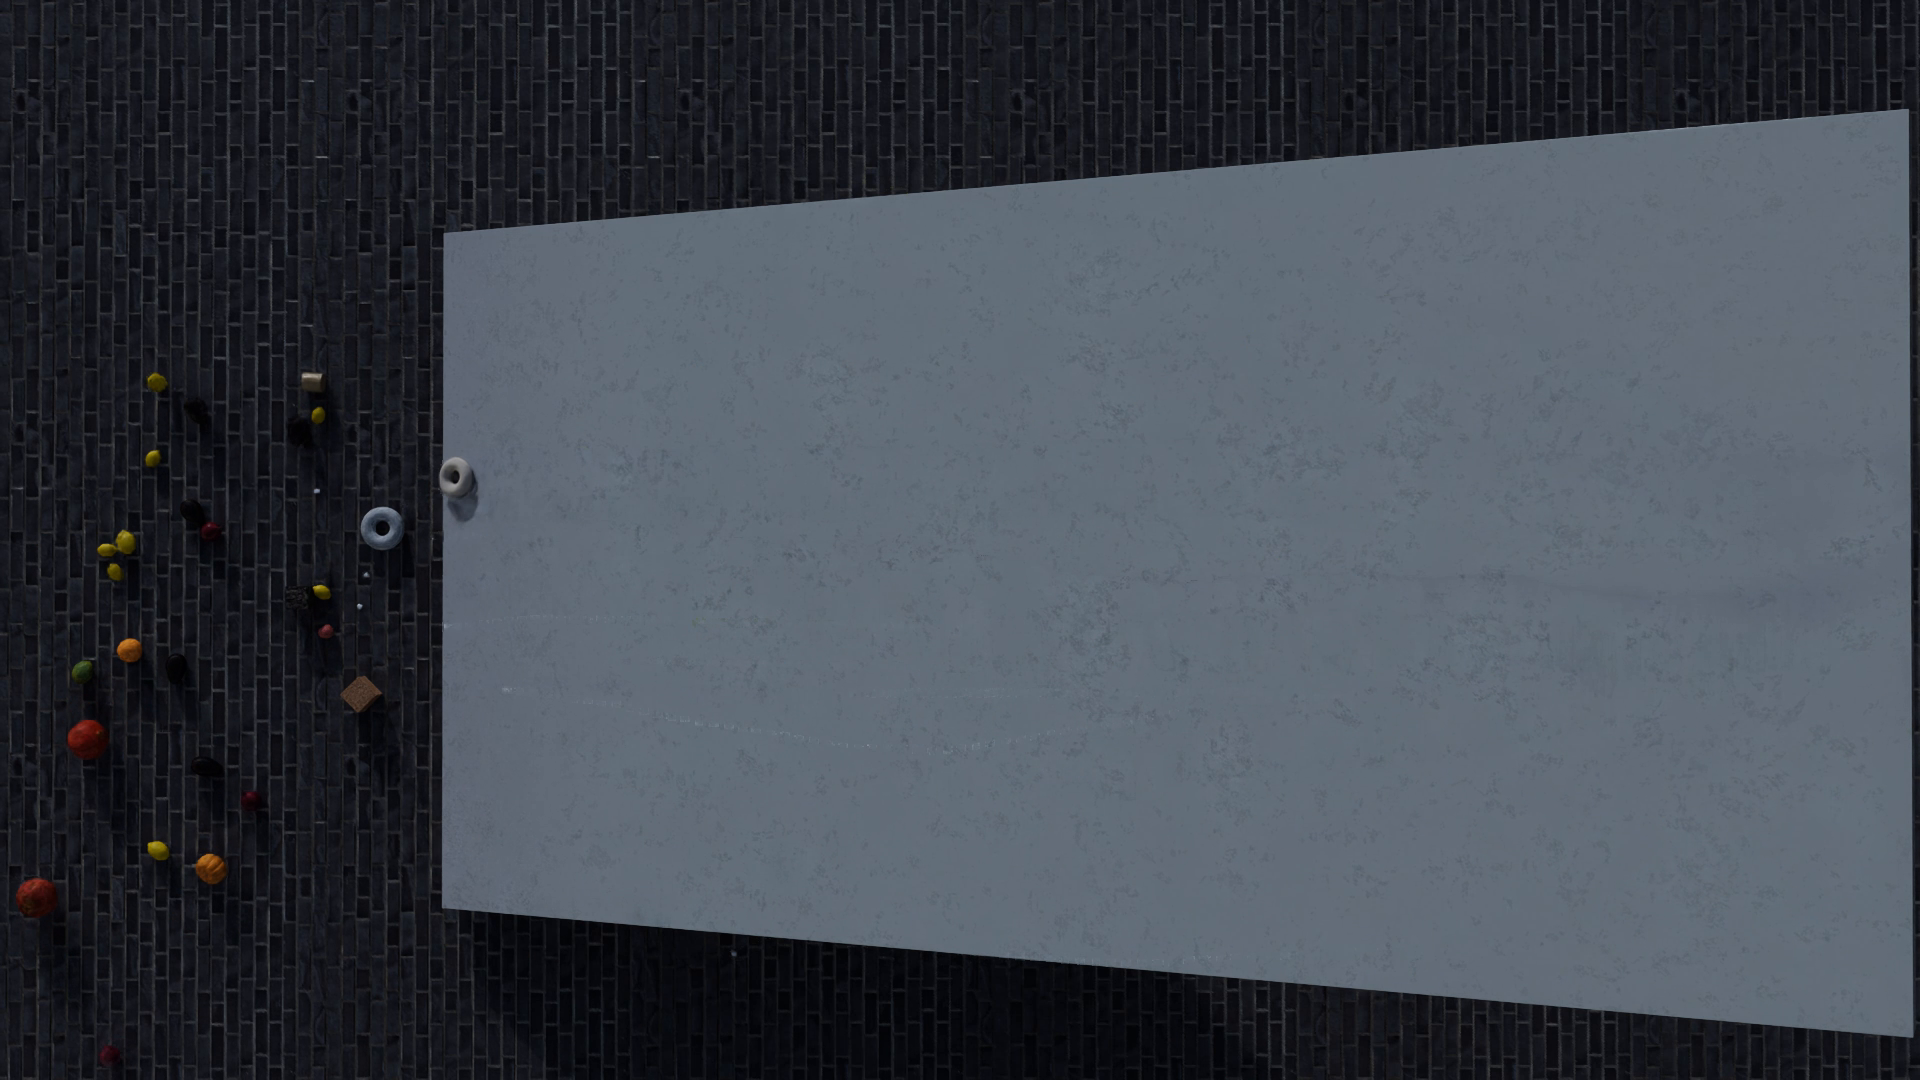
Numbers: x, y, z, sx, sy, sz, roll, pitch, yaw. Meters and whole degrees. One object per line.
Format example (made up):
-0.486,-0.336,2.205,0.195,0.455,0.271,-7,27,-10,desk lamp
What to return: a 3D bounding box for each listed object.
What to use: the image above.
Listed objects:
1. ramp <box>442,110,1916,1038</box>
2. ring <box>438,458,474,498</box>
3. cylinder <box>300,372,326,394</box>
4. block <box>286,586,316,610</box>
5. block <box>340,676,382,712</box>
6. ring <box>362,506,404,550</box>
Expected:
0.280,0.080,5.671,4.000,0.100,2.000,0,89,26,ramp
-1.484,-0.184,6.475,0.118,0.039,0.118,-1,88,28,ring
-1.936,-0.470,6.584,0.059,0.059,0.059,4,89,0,cylinder
-1.971,0.172,6.572,0.068,0.068,0.068,-1,89,0,block
-1.787,0.461,6.565,0.076,0.076,0.076,-45,90,0,block
-1.729,-0.035,6.587,0.131,0.044,0.131,0,88,1,ring
